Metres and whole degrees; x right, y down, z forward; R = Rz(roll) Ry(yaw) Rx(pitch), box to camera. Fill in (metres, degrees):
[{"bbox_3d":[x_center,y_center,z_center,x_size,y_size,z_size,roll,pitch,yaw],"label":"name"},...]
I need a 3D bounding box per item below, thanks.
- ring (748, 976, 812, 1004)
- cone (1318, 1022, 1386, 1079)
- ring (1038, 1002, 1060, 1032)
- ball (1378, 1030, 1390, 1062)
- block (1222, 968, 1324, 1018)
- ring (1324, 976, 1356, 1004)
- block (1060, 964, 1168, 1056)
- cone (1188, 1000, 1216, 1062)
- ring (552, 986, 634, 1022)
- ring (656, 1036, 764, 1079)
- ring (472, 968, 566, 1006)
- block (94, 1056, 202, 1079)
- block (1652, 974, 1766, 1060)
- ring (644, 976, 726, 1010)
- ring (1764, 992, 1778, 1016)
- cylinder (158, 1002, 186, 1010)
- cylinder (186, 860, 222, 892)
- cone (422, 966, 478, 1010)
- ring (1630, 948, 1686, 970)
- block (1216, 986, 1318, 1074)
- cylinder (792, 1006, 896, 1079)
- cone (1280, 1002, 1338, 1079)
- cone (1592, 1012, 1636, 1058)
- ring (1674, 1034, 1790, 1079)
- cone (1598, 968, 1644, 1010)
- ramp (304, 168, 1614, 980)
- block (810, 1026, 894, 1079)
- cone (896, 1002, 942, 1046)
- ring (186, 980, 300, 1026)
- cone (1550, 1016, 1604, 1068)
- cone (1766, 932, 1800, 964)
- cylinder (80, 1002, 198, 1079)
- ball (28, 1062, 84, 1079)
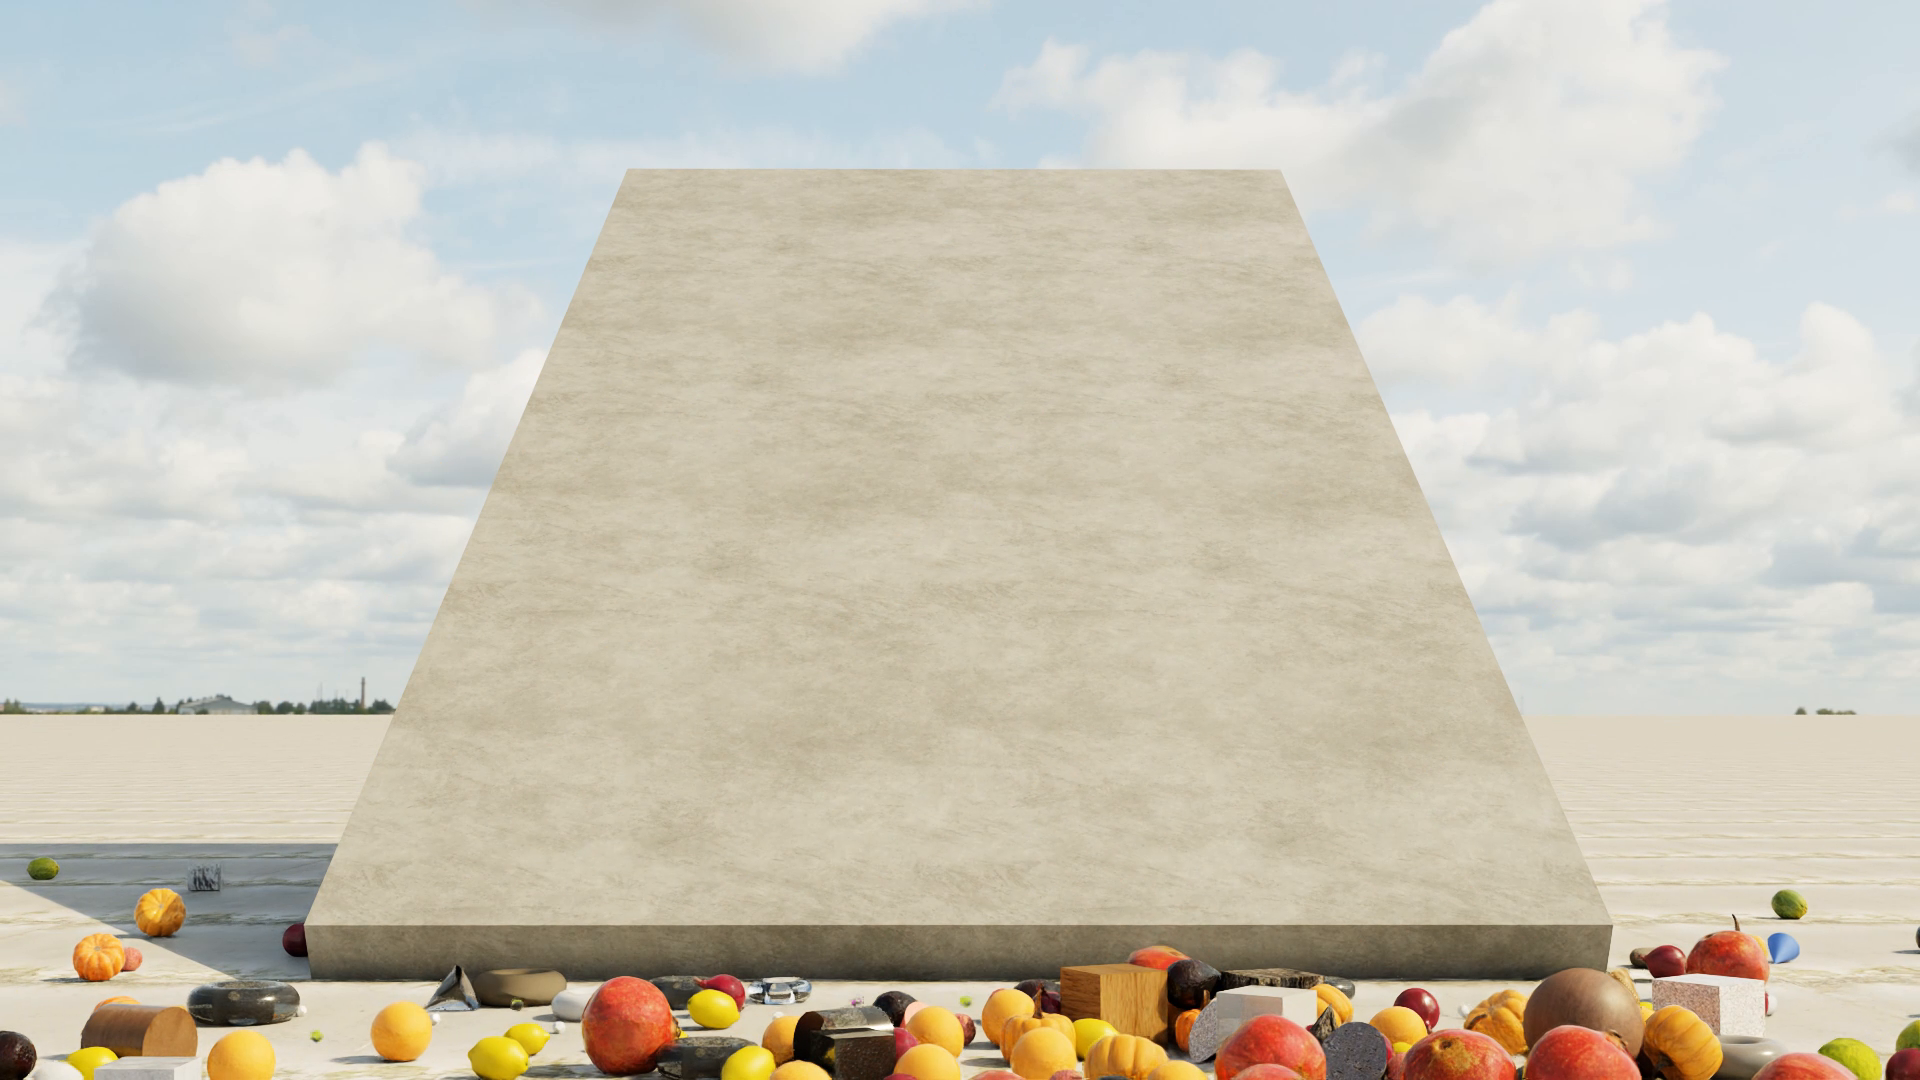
[{"bbox_3d":[-0.257,0.643,3.352,0.093,0.031,0.093,-1,-4,0],"label":"ring"},{"bbox_3d":[0.450,0.585,2.585,0.083,0.083,0.083,-3,-32,38],"label":"cone"},{"bbox_3d":[0.147,0.613,3.048,0.097,0.032,0.097,-15,-10,-3],"label":"ring"},{"bbox_3d":[0.466,0.585,2.694,0.052,0.052,0.052,0,-4,0],"label":"ball"},{"bbox_3d":[0.384,0.579,2.886,0.092,0.092,0.092,2,-4,-23],"label":"block"},{"bbox_3d":[0.516,0.643,3.358,0.098,0.033,0.098,1,-5,0],"label":"ring"},{"bbox_3d":[0.190,0.578,2.899,0.096,0.096,0.096,2,-5,-28],"label":"block"},{"bbox_3d":[0.328,0.602,2.809,0.078,0.078,0.078,30,-15,-20],"label":"cone"},{"bbox_3d":[-0.496,0.627,3.174,0.111,0.037,0.111,-1,-3,0],"label":"ring"},{"bbox_3d":[-0.284,0.589,2.662,0.123,0.041,0.123,1,-5,0],"label":"ring"},{"bbox_3d":[-0.626,0.635,3.334,0.135,0.045,0.135,-1,-5,0],"label":"ring"},{"bbox_3d":[-0.781,0.541,2.258,0.077,0.077,0.077,0,-4,1],"label":"block"},{"bbox_3d":[0.896,0.573,2.811,0.093,0.093,0.093,3,-5,-39],"label":"block"},{"bbox_3d":[-0.388,0.636,3.302,0.116,0.039,0.116,1,-5,0],"label":"ring"},{"bbox_3d":[1.070,0.633,3.216,0.094,0.031,0.094,1,-3,0],"label":"ring"},{"bbox_3d":[-0.979,0.596,2.868,0.055,0.055,0.055,-11,-6,7],"label":"cylinder"},{"bbox_3d":[-1.731,0.771,5.382,0.065,0.065,0.065,13,-7,-14],"label":"cylinder"},{"bbox_3d":[-0.715,0.636,3.258,0.068,0.068,0.068,-26,-3,-3],"label":"cone"},{"bbox_3d":[1.126,0.676,3.794,0.087,0.029,0.087,1,-4,0],"label":"ring"},{"bbox_3d":[0.360,0.572,2.750,0.086,0.086,0.086,-3,-5,35],"label":"block"},{"bbox_3d":[-0.129,0.564,2.621,0.083,0.083,0.083,3,-5,-36],"label":"cylinder"},{"bbox_3d":[0.406,0.557,2.621,0.083,0.083,0.083,12,-5,1],"label":"cone"},{"bbox_3d":[0.774,0.608,2.828,0.057,0.057,0.057,-4,21,45],"label":"cone"},{"bbox_3d":[0.878,0.589,2.670,0.126,0.042,0.126,-1,-5,0],"label":"ring"},{"bbox_3d":[0.935,0.640,3.285,0.059,0.059,0.059,3,22,-34],"label":"cone"},{"bbox_3d":[-0.009,-0.229,5.414,2.000,0.100,4.000,0,26,0],"label":"ramp"},{"bbox_3d":[-0.116,0.564,2.523,0.069,0.069,0.069,2,-5,-25],"label":"block"},{"bbox_3d":[-0.064,0.615,2.936,0.058,0.058,0.058,4,-32,-45],"label":"cone"},{"bbox_3d":[-0.959,0.619,3.145,0.147,0.049,0.147,1,-5,0],"label":"ring"},{"bbox_3d":[0.721,0.601,2.751,0.062,0.062,0.062,-1,22,19],"label":"cone"},{"bbox_3d":[1.345,0.682,3.859,0.054,0.054,0.054,-3,21,37],"label":"cone"},{"bbox_3d":[-0.913,0.562,2.615,0.088,0.088,0.088,-2,-4,23],"label":"cylinder"},{"bbox_3d":[-0.913,0.558,2.373,0.059,0.059,0.059,0,-4,0],"label":"ball"}]
